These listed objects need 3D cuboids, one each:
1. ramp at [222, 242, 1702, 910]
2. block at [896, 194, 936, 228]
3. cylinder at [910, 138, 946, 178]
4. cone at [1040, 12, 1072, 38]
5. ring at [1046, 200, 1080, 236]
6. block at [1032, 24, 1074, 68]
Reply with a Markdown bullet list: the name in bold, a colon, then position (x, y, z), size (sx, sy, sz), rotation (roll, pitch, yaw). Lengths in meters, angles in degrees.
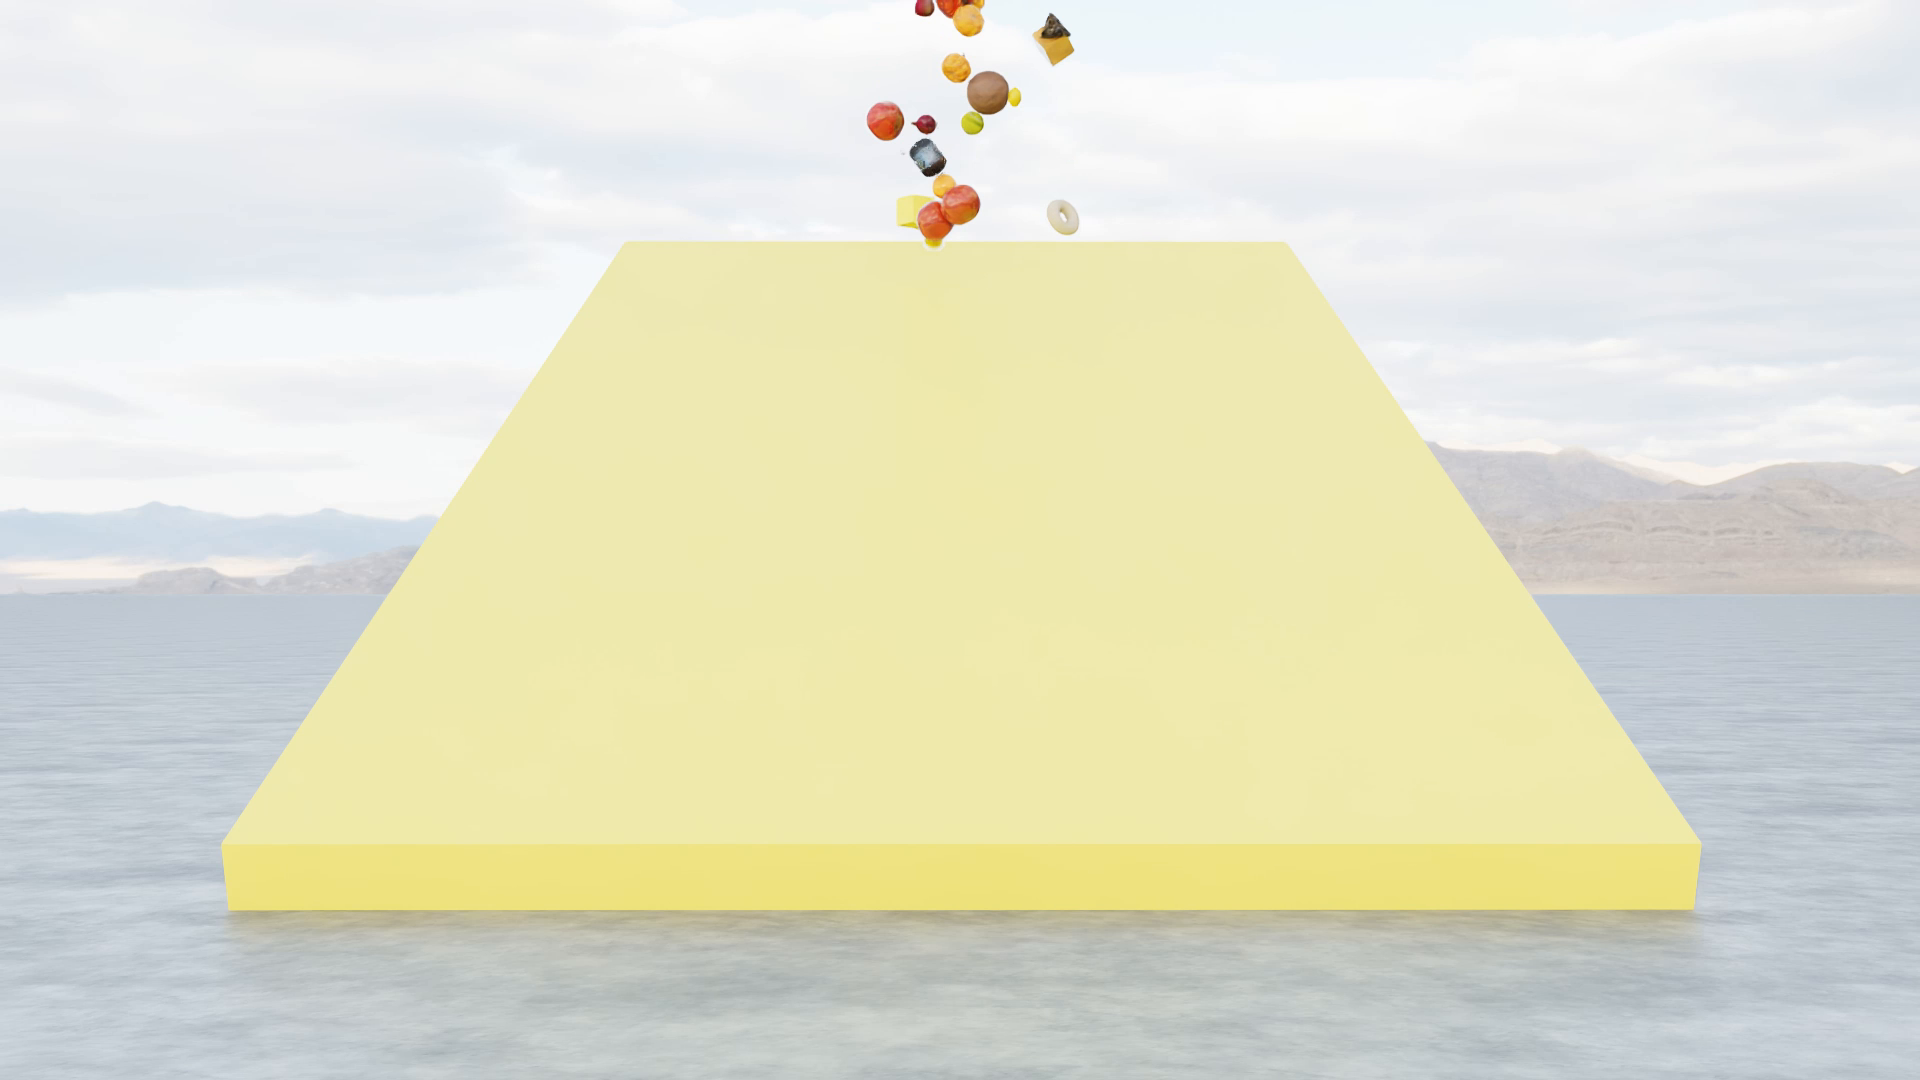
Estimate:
- **ramp**: position (-0.004, -0.199, 4.950), size (2.000, 0.100, 4.000), rotation (0, 19, 0)
- **block**: position (-0.131, -0.976, 6.700), size (0.081, 0.081, 0.081), rotation (2, -4, -38)
- **cylinder**: position (-0.091, -1.084, 6.389), size (0.078, 0.078, 0.078), rotation (-28, -23, -13)
- **cone**: position (0.289, -1.487, 6.580), size (0.084, 0.084, 0.084), rotation (30, -4, -4)
- **ring**: position (0.297, -0.927, 6.472), size (0.113, 0.113, 0.038), rotation (1, -22, -41)
- **block**: position (0.275, -1.465, 6.646), size (0.080, 0.080, 0.080), rotation (-35, -36, 0)
